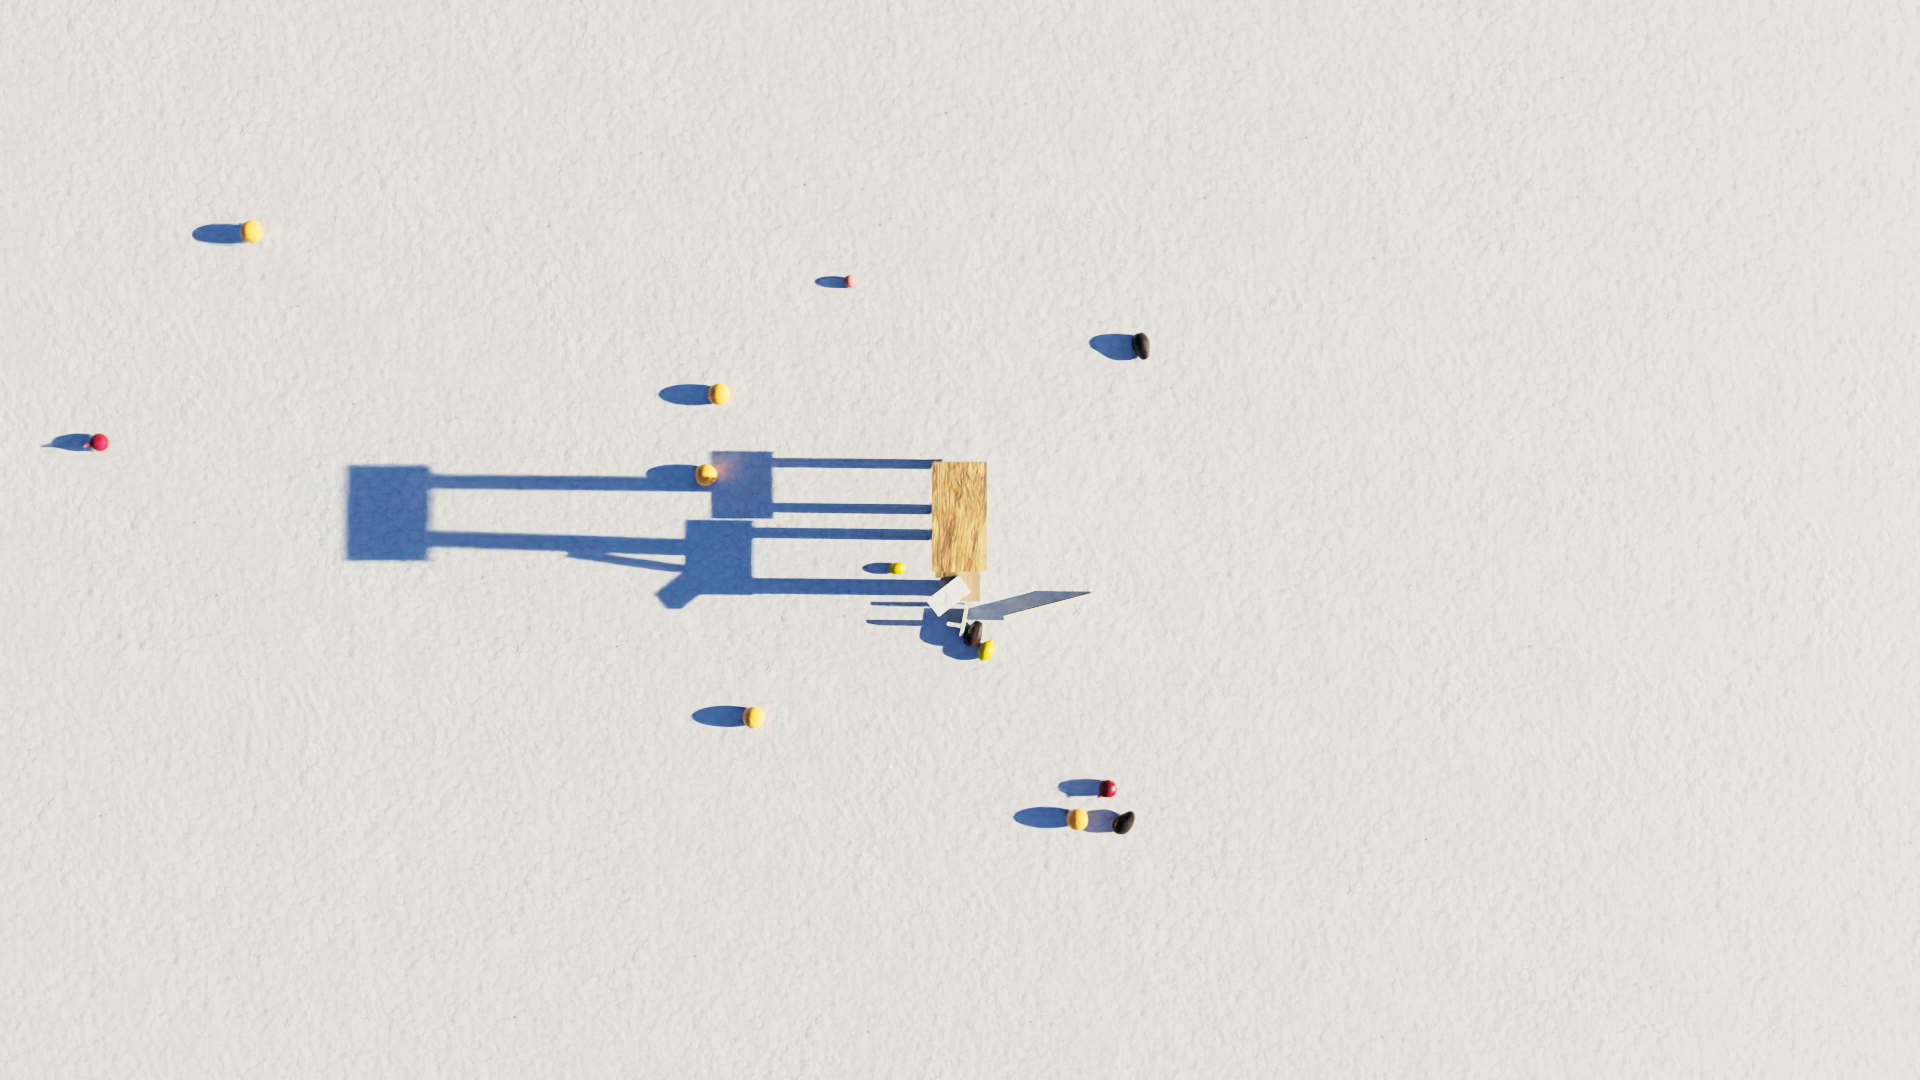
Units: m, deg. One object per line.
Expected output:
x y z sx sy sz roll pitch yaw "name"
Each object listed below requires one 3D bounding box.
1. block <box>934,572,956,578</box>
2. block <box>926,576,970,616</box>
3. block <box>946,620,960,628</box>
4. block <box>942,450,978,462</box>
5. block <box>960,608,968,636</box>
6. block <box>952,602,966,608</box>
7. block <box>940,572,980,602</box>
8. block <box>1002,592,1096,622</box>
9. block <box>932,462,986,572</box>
-0.047 0.086 5.150 0.065 0.130 0.018 -3 69 0 "block"
-0.036 0.177 5.204 0.130 0.018 0.065 -38 90 0 "block"
-0.021 0.278 5.455 0.045 0.091 0.013 10 90 0 "block"
0.001 -0.175 5.257 0.113 0.032 0.227 0 90 0 "block"
0.013 0.274 5.477 0.013 0.045 0.091 11 90 2 "block"
-0.005 0.216 5.455 0.045 0.091 0.013 4 90 0 "block"
0.001 0.068 5.231 0.126 0.036 0.251 0 90 0 "block"
0.296 0.220 5.468 0.312 0.065 0.018 -14 90 0 "block"
-0.002 -0.069 4.866 0.162 0.046 0.323 0 89 0 "block"
